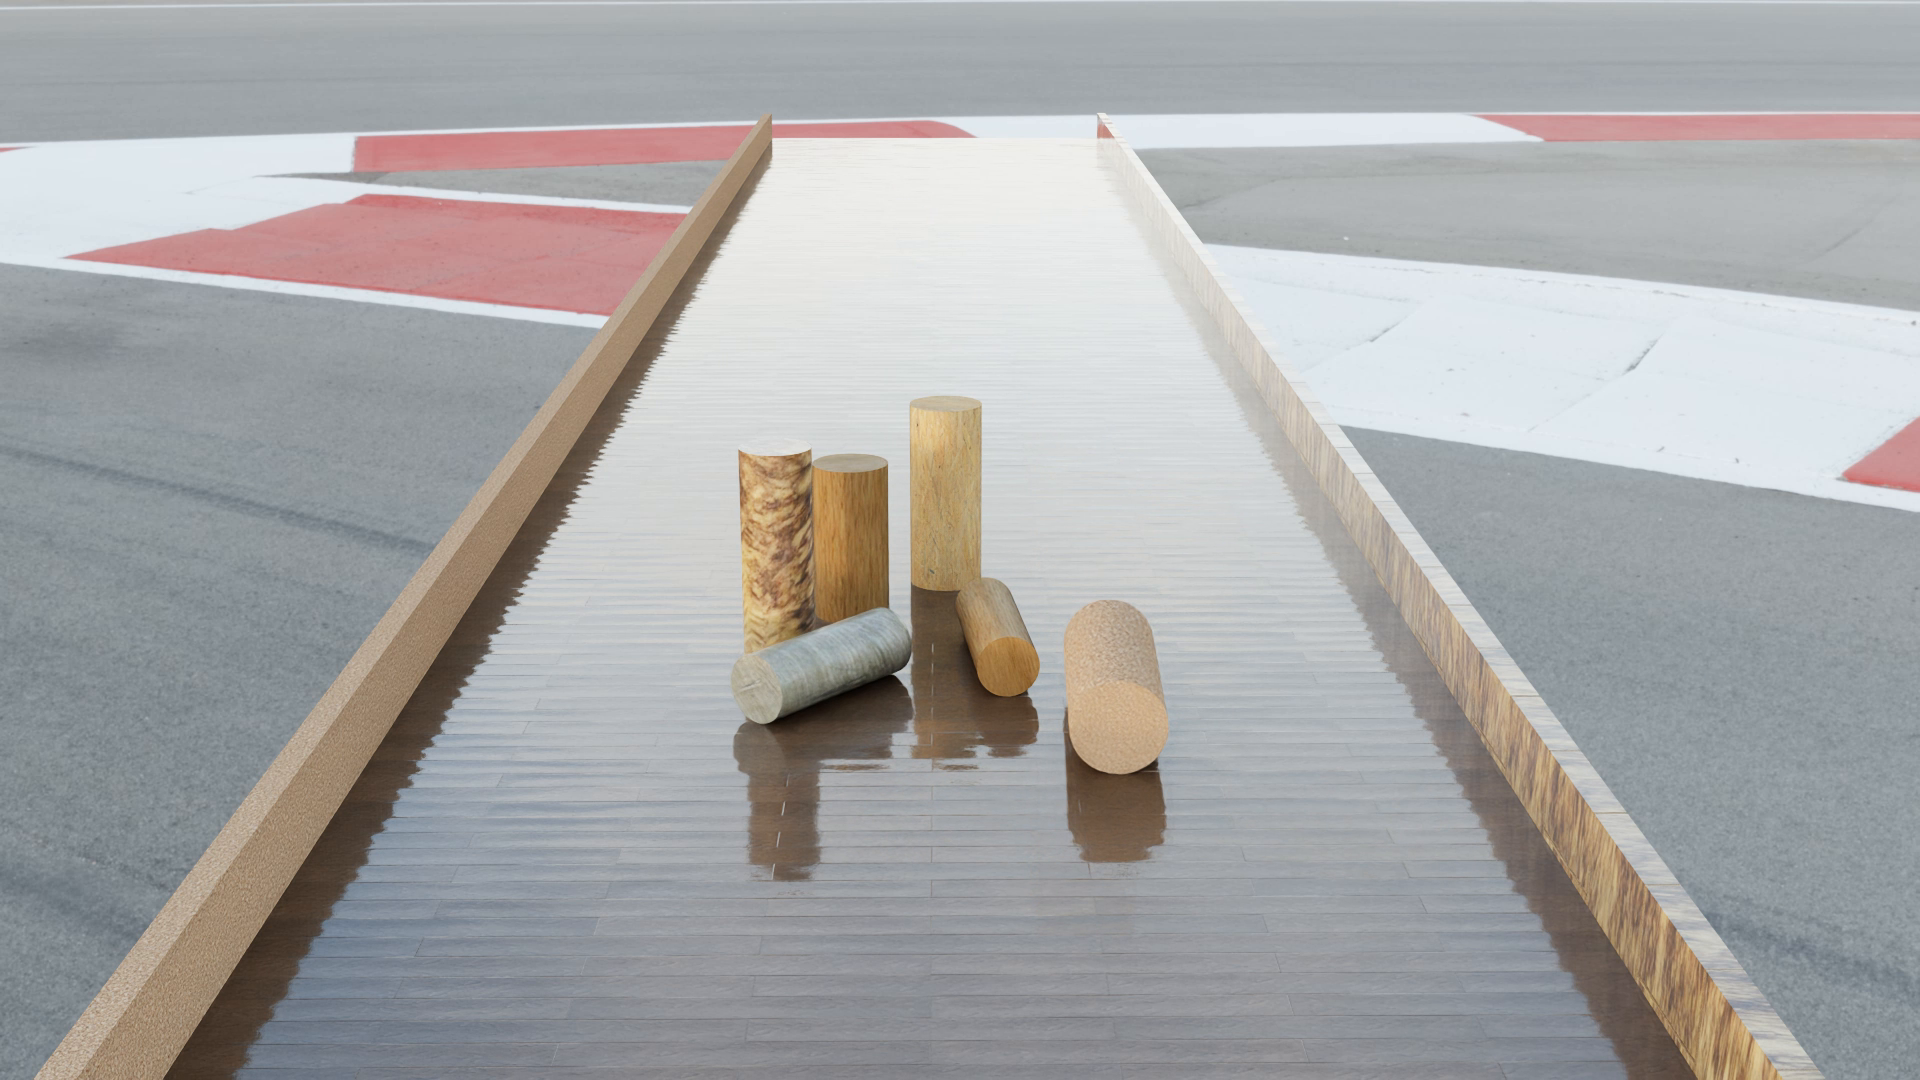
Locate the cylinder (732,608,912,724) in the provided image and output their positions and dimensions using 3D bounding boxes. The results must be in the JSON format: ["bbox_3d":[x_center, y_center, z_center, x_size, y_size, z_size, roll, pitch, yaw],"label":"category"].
[{"bbox_3d":[-0.261,0.236,4.200,0.133,0.133,0.362,13,21,38],"label":"cylinder"}]

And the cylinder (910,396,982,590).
[{"bbox_3d":[-0.031,-0.104,4.866,0.158,0.405,0.158,0,17,0],"label":"cylinder"}]

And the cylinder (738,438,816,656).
[{"bbox_3d":[-0.360,0.031,4.346,0.143,0.443,0.143,0,17,0],"label":"cylinder"}]

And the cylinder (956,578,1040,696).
[{"bbox_3d":[0.072,0.188,4.380,0.121,0.121,0.379,-2,17,-6],"label":"cylinder"}]

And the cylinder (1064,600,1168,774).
[{"bbox_3d":[0.282,0.262,4.041,0.173,0.173,0.454,0,17,1],"label":"cylinder"}]

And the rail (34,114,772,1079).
[{"bbox_3d":[-1.118,-0.838,7.780,0.050,0.150,12.000,0,17,-1],"label":"rail"}]

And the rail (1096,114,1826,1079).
[{"bbox_3d":[0.932,-0.844,7.801,0.050,0.150,12.000,0,17,-1],"label":"rail"}]

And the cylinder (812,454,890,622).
[{"bbox_3d":[-0.231,-0.004,4.661,0.159,0.330,0.159,0,17,0],"label":"cylinder"}]
